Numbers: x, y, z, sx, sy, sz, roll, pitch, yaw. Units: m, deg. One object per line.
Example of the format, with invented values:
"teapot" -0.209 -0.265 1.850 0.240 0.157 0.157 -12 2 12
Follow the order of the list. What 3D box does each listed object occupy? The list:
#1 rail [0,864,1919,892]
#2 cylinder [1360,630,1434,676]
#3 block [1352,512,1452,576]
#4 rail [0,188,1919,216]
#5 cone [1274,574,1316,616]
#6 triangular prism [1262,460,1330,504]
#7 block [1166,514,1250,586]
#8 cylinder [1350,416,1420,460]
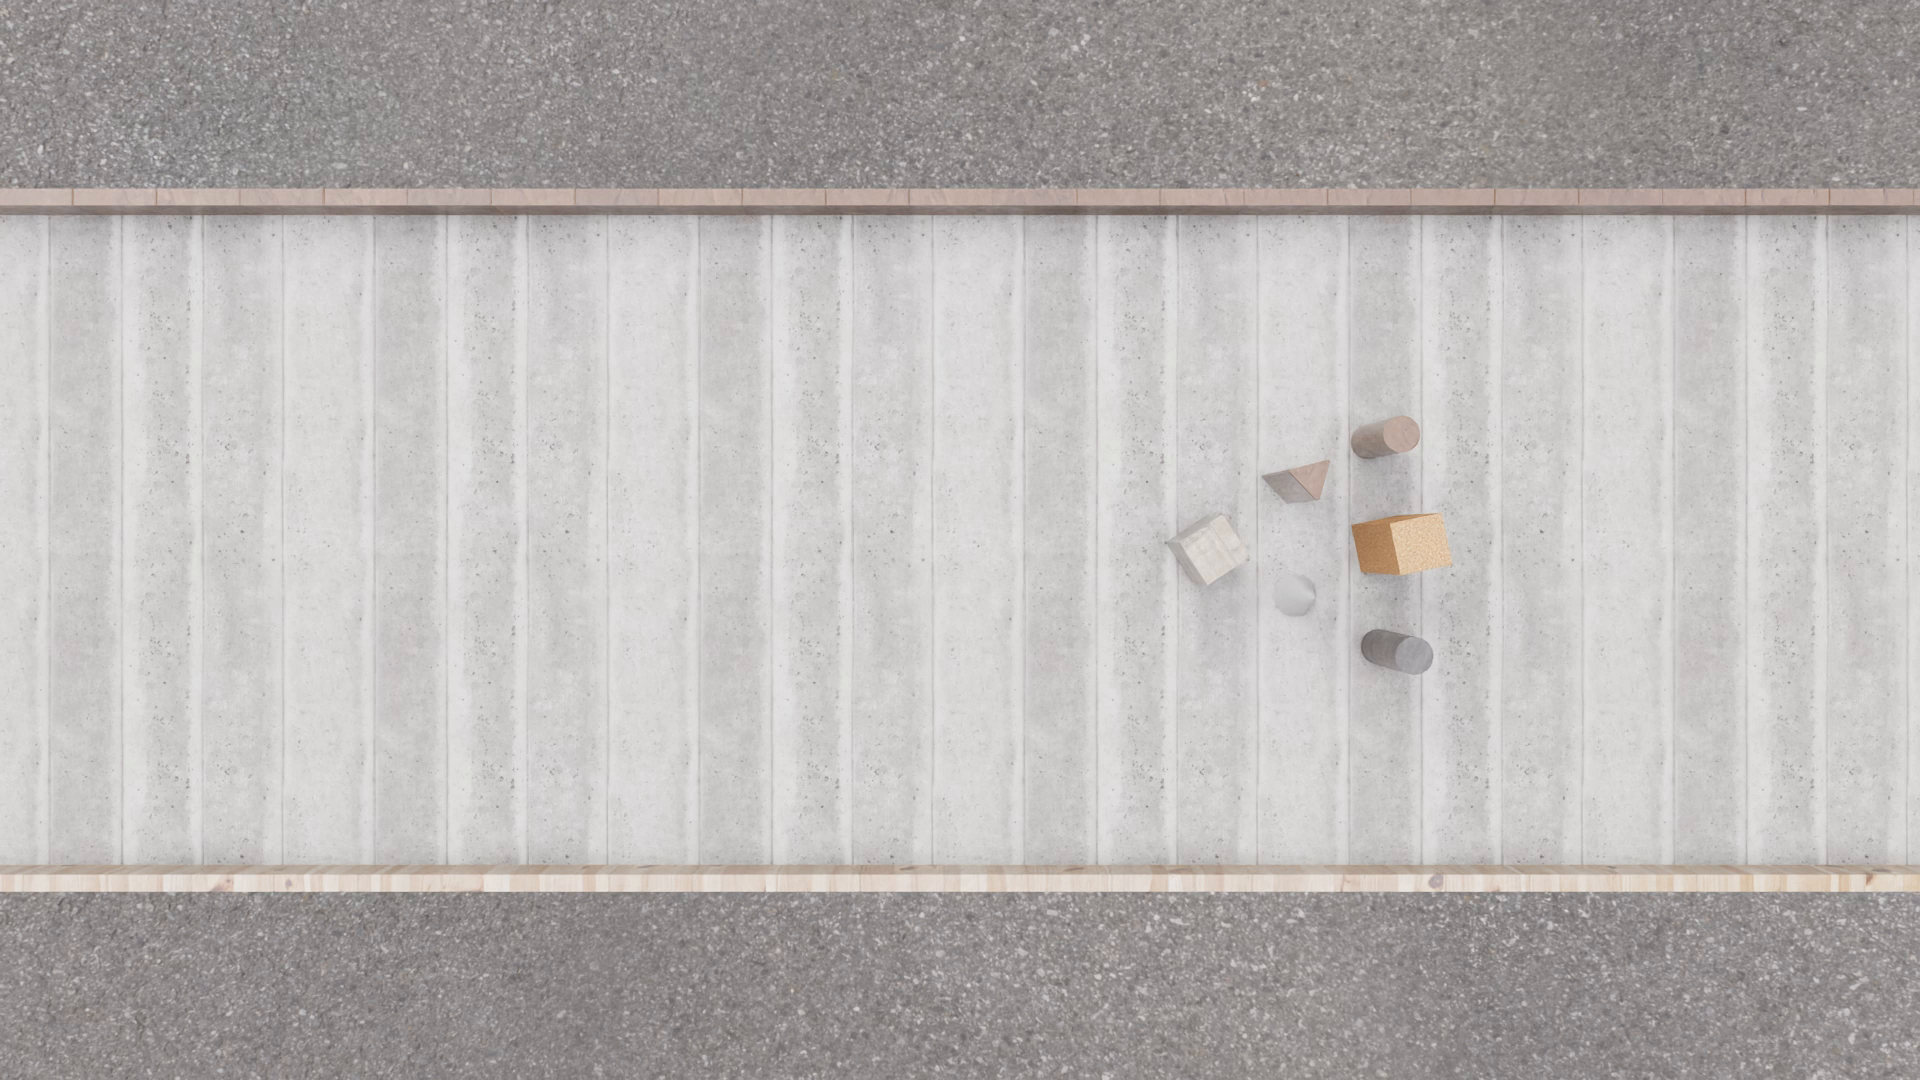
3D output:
"rail" -2.247 1.025 5.001 12.000 0.150 0.050 0 90 0
"cylinder" 1.288 0.329 4.875 0.109 0.402 0.109 0 90 0
"block" 1.292 0.011 4.847 0.148 0.459 0.148 -12 90 0
"rail" -2.247 -1.025 5.002 12.000 0.150 0.050 0 90 0
"cone" 1.030 0.170 4.924 0.132 0.305 0.132 0 90 0
"triangular prism" 1.005 -0.189 4.863 0.101 0.428 0.117 -44 90 0
"block" 0.735 0.028 4.915 0.147 0.323 0.147 -33 90 0
"cylinder" 1.255 -0.301 4.881 0.105 0.392 0.105 0 90 0
